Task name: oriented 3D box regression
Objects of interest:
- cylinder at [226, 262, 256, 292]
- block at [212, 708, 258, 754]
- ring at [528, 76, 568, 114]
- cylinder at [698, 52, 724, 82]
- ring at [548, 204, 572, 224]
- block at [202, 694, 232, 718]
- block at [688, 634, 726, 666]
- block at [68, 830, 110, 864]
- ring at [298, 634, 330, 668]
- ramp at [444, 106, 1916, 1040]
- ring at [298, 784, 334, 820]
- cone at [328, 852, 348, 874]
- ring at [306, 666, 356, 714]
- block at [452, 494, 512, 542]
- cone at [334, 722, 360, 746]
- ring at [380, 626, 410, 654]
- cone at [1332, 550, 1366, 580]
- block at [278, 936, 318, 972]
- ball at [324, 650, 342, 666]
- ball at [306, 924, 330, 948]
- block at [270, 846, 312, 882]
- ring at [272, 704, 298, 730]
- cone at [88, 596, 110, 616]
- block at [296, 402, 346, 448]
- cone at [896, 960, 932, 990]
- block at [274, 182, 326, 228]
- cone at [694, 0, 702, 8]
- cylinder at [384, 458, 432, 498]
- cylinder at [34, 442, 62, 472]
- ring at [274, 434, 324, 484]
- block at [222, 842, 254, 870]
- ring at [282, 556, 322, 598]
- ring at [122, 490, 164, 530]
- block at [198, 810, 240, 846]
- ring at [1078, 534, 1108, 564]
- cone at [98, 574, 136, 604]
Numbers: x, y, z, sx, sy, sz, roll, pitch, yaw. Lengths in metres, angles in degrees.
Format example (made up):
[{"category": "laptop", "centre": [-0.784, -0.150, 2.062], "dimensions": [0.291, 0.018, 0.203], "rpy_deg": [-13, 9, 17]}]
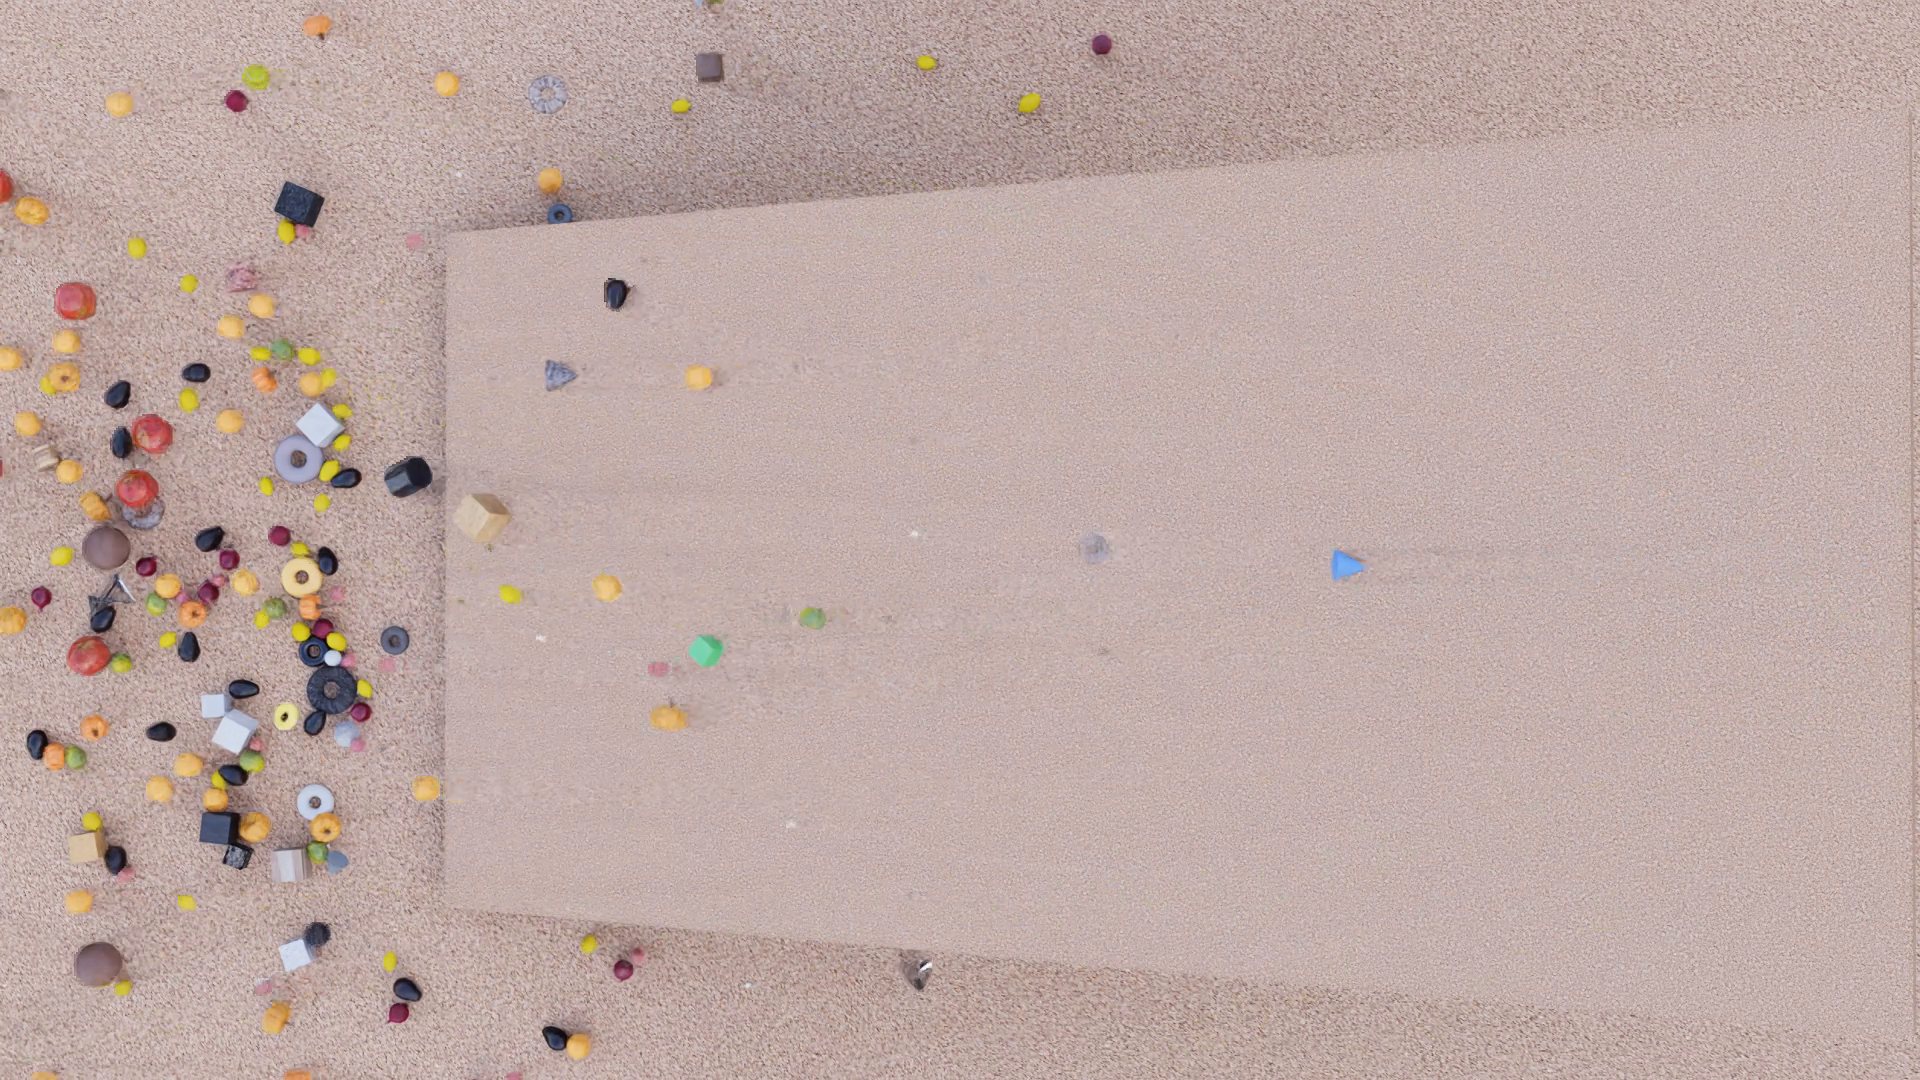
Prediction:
[{"category": "cylinder", "centre": [-2.154, -0.787, 6.586], "dimensions": [0.077, 0.077, 0.077], "rpy_deg": [-10, 92, 0]}, {"category": "block", "centre": [-2.160, 0.570, 6.555], "dimensions": [0.086, 0.086, 0.086], "rpy_deg": [29, 100, -7]}, {"category": "ring", "centre": [-1.239, -1.339, 6.612], "dimensions": [0.118, 0.039, 0.118], "rpy_deg": [0, 88, 0]}, {"category": "cylinder", "centre": [-0.747, -1.416, 6.595], "dimensions": [0.073, 0.073, 0.073], "rpy_deg": [-7, 89, 0]}, {"category": "ring", "centre": [-1.203, -0.974, 6.615], "dimensions": [0.075, 0.025, 0.075], "rpy_deg": [0, 89, -1]}, {"category": "block", "centre": [-2.224, 0.494, 6.578], "dimensions": [0.066, 0.066, 0.066], "rpy_deg": [-3, 89, 0]}, {"category": "block", "centre": [-0.700, 0.305, 6.070], "dimensions": [0.061, 0.061, 0.061], "rpy_deg": [40, 107, 22]}, {"category": "block", "centre": [-2.603, 0.915, 6.566], "dimensions": [0.080, 0.080, 0.080], "rpy_deg": [-11, 89, 0]}, {"category": "ring", "centre": [-1.936, 0.334, 6.597], "dimensions": [0.098, 0.033, 0.098], "rpy_deg": [0, 88, 0]}, {"category": "ramp", "centre": [0.279, 0.079, 5.665], "dimensions": [4.000, 0.100, 2.000], "rpy_deg": [0, 89, 27]}, {"category": "ring", "centre": [-1.932, 0.787, 6.590], "dimensions": [0.111, 0.037, 0.111], "rpy_deg": [0, 90, 1]}, {"category": "cone", "centre": [-1.877, 0.981, 6.591], "dimensions": [0.067, 0.067, 0.067], "rpy_deg": [34, 116, 0]}, {"category": "ring", "centre": [-1.882, 0.449, 6.587], "dimensions": [0.149, 0.050, 0.149], "rpy_deg": [0, 90, -1]}, {"category": "block", "centre": [-1.392, -0.066, 6.404], "dimensions": [0.099, 0.099, 0.099], "rpy_deg": [42, 107, 21]}, {"category": "cone", "centre": [-1.844, 0.583, 6.571], "dimensions": [0.078, 0.078, 0.078], "rpy_deg": [0, 89, 0]}, {"category": "ring", "centre": [-1.696, 0.302, 6.599], "dimensions": [0.087, 0.029, 0.087], "rpy_deg": [0, 91, 0]}, {"category": "cone", "centre": [0.935, 0.064, 5.256], "dimensions": [0.077, 0.077, 0.077], "rpy_deg": [5, 89, 4]}, {"category": "block", "centre": [-1.976, 1.233, 6.565], "dimensions": [0.076, 0.076, 0.076], "rpy_deg": [-19, 89, 0]}, {"category": "ball", "centre": [-1.874, 0.352, 6.576], "dimensions": [0.051, 0.051, 0.051], "rpy_deg": [0, 89, 0]}, {"category": "ball", "centre": [-1.917, 1.181, 6.569], "dimensions": [0.070, 0.070, 0.070], "rpy_deg": [0, 89, 0]}, {"category": "block", "centre": [-1.995, 0.967, 6.560], "dimensions": [0.091, 0.091, 0.091], "rpy_deg": [-5, 89, 0]}, {"category": "ring", "centre": [-2.021, 0.530, 6.586], "dimensions": [0.084, 0.028, 0.084], "rpy_deg": [-5, 76, 21]}, {"category": "cone", "centre": [-2.575, 0.191, 6.600], "dimensions": [0.065, 0.065, 0.065], "rpy_deg": [-14, 89, -27]}, {"category": "block", "centre": [-1.909, -0.342, 6.574], "dimensions": [0.092, 0.092, 0.092], "rpy_deg": [-44, 90, 0]}, {"category": "cone", "centre": [-0.151, 1.288, 6.581], "dimensions": [0.097, 0.097, 0.097], "rpy_deg": [13, 89, 27]}, {"category": "block", "centre": [-1.976, -1.004, 6.579], "dimensions": [0.097, 0.097, 0.097], "rpy_deg": [22, 89, 0]}, {"category": "cone", "centre": [-0.787, -1.629, 6.621], "dimensions": [0.057, 0.057, 0.057], "rpy_deg": [-14, 116, 0]}, {"category": "cylinder", "centre": [-1.642, -0.185, 6.546], "dimensions": [0.097, 0.097, 0.097], "rpy_deg": [-22, 89, 33]}, {"category": "cylinder", "centre": [-2.733, -0.249, 6.588], "dimensions": [0.063, 0.063, 0.063], "rpy_deg": [-25, 79, 0]}, {"category": "ring", "centre": [-1.982, -0.242, 6.594], "dimensions": [0.150, 0.050, 0.150], "rpy_deg": [0, 90, 1]}, {"category": "block", "centre": [-2.159, 0.945, 6.576], "dimensions": [0.060, 0.060, 0.060], "rpy_deg": [22, 89, 0]}, {"category": "ring", "centre": [-1.973, 0.112, 6.595], "dimensions": [0.124, 0.041, 0.124], "rpy_deg": [0, 90, -1]}, {"category": "ring", "centre": [-2.449, -0.089, 6.596], "dimensions": [0.123, 0.041, 0.123], "rpy_deg": [0, 85, -4]}, {"category": "block", "centre": [-2.210, 0.858, 6.564], "dimensions": [0.085, 0.085, 0.085], "rpy_deg": [7, 89, 0]}, {"category": "ring", "centre": [0.338, 0.024, 5.565], "dimensions": [0.080, 0.027, 0.080], "rpy_deg": [0, 91, 26]}, {"category": "cone", "centre": [-2.511, 0.167, 6.593], "dimensions": [0.096, 0.096, 0.096], "rpy_deg": [36, 89, -26]}]
